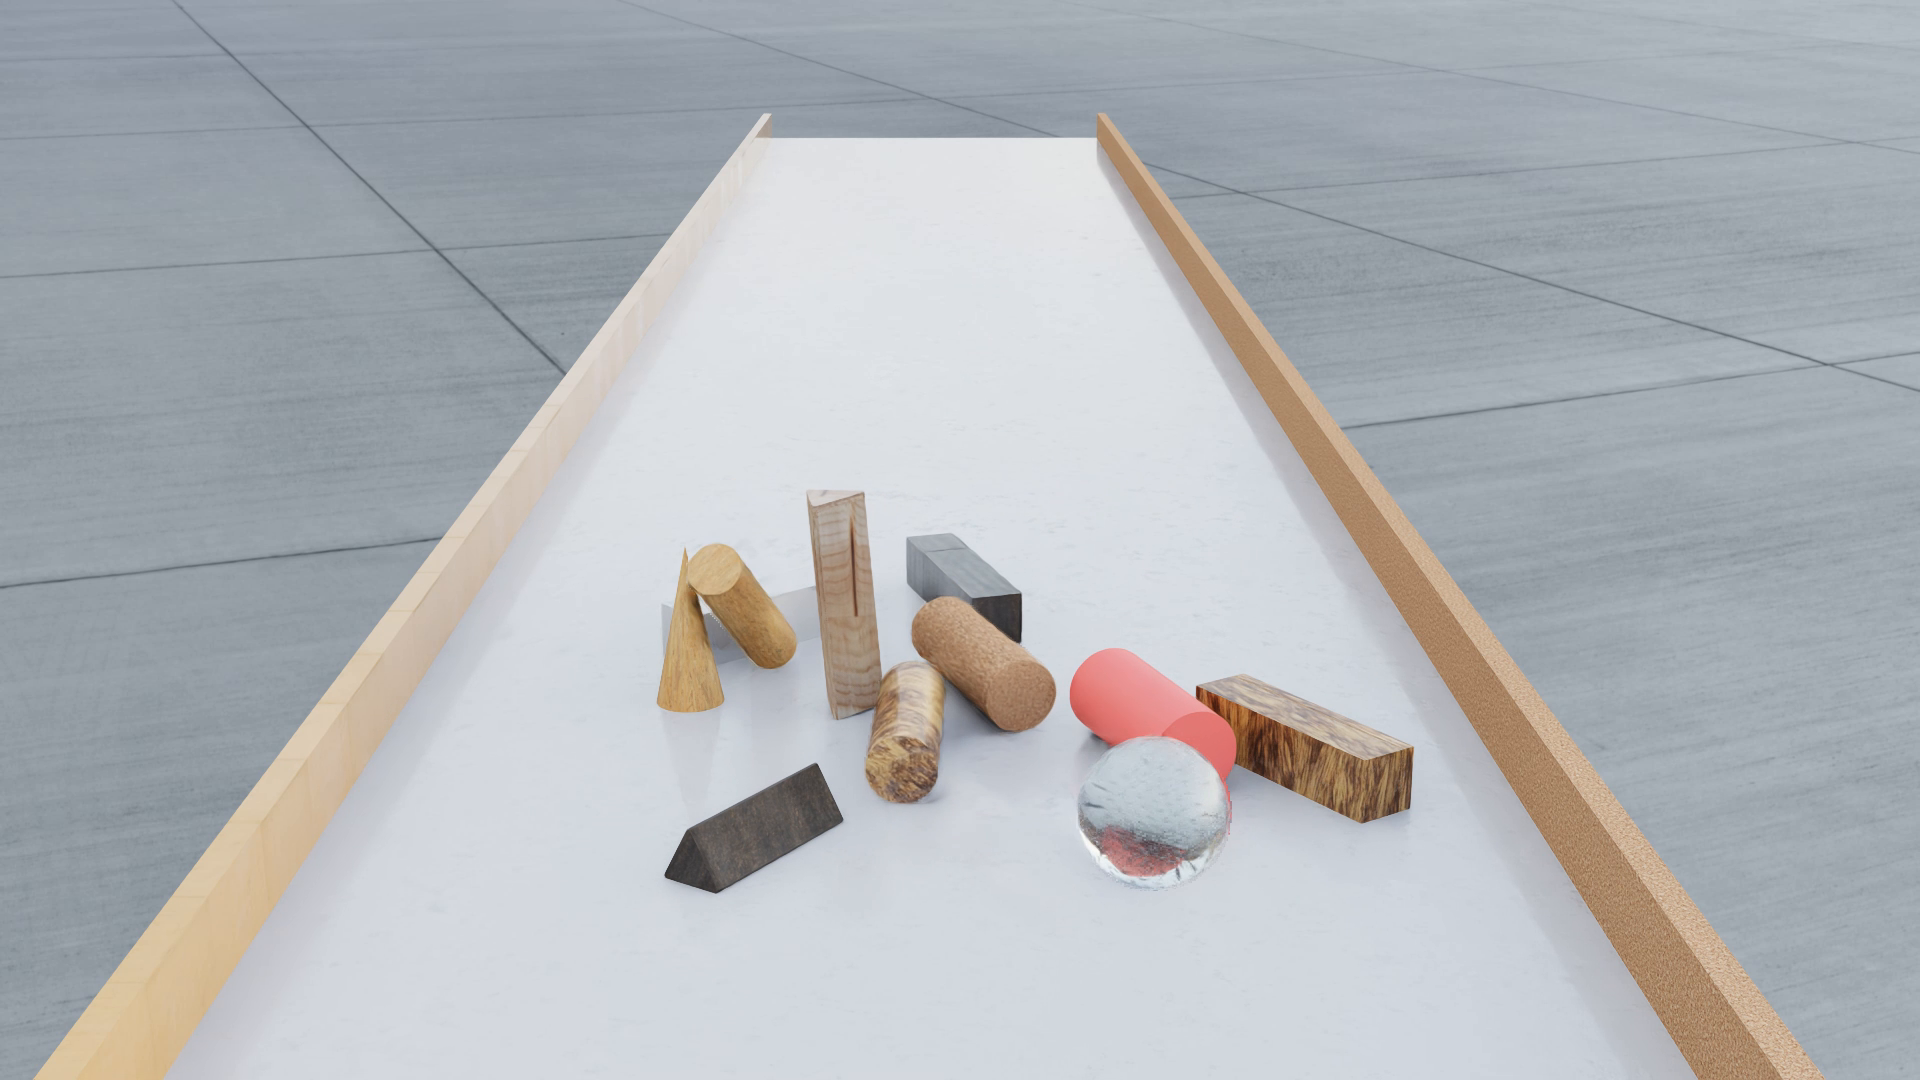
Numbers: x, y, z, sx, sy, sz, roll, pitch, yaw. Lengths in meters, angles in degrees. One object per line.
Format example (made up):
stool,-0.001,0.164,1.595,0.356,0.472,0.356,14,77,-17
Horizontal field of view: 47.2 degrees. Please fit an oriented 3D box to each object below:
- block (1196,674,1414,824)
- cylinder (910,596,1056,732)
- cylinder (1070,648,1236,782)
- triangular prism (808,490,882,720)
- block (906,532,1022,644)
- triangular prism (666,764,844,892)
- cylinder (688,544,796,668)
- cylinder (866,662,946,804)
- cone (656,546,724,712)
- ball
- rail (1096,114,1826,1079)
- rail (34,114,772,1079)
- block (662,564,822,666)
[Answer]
block,0.591,0.357,3.829,0.113,0.113,0.429,-11,20,-33
cylinder,0.039,0.232,4.202,0.138,0.138,0.405,-6,18,-20
cylinder,0.335,0.319,3.876,0.159,0.159,0.347,-6,18,-20
triangular prism,-0.235,0.114,4.107,0.116,0.417,0.100,-18,22,-37
block,0.004,0.102,4.694,0.108,0.108,0.460,-5,17,-17
triangular prism,-0.329,0.452,3.534,0.107,0.093,0.325,10,19,32
cylinder,-0.411,0.131,4.198,0.102,0.102,0.415,4,-21,12
cylinder,-0.093,0.334,3.886,0.123,0.123,0.372,0,17,2
cone,-0.514,0.158,4.153,0.129,0.309,0.129,0,17,0
ball,0.298,0.420,3.400,0.236,0.236,0.236,0,17,0
rail,0.932,-0.844,7.801,0.050,0.150,12.000,0,17,-1
rail,-1.118,-0.838,7.780,0.050,0.150,12.000,0,17,-1
block,-0.405,0.153,4.511,0.418,0.114,0.114,-14,22,-40
